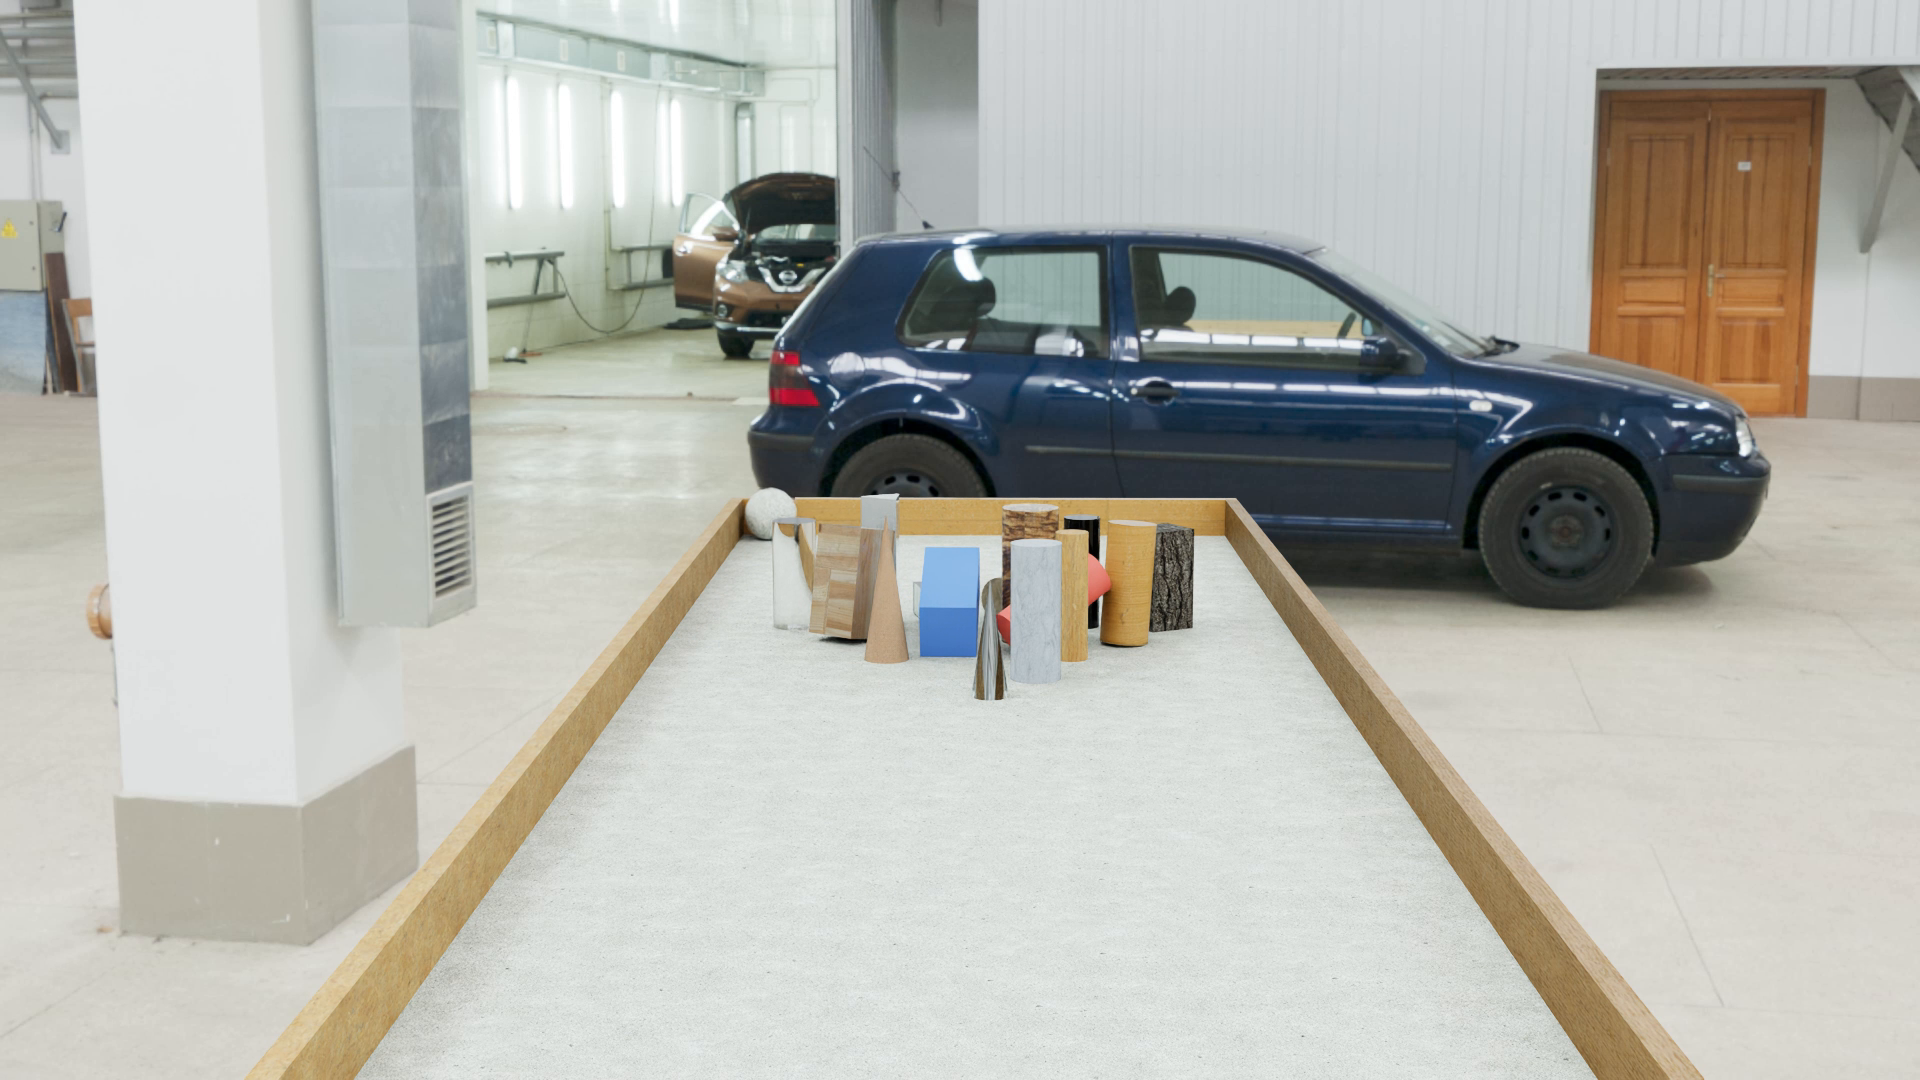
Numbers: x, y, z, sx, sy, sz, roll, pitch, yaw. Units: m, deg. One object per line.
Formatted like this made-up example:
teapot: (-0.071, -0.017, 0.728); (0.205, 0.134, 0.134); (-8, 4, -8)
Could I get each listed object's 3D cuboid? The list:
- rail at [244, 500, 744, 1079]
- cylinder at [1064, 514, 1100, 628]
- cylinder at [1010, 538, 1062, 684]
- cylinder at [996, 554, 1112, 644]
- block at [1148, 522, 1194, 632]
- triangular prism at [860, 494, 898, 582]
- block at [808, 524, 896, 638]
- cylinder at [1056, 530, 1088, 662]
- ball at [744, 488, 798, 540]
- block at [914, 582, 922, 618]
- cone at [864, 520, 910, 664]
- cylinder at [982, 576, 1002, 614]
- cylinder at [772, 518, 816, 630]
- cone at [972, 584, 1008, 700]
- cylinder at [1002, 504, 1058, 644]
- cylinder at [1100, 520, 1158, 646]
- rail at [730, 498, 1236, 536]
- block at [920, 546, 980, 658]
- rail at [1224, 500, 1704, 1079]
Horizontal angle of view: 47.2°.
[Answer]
rail: (-1.004, 0.839, 3.234); (0.050, 0.150, 12.000); (0, 9, 1)
cylinder: (0.398, 0.104, 7.203); (0.119, 0.361, 0.119); (0, 9, 0)
cylinder: (0.221, 0.207, 6.415); (0.149, 0.403, 0.149); (0, 9, 0)
cylinder: (0.289, 0.194, 6.818); (0.350, 0.150, 0.150); (-36, 23, -20)
block: (0.654, 0.122, 7.195); (0.157, 0.327, 0.157); (-5, 10, -29)
triangular prism: (-0.235, 0.068, 7.213); (0.136, 0.429, 0.117); (6, 11, 32)
block: (-0.343, 0.132, 6.996); (0.172, 0.347, 0.172); (7, 2, 36)
cylinder: (0.340, 0.169, 6.691); (0.101, 0.391, 0.101); (0, 9, 0)
ball: (-0.773, -0.107, 9.000); (0.214, 0.214, 0.214); (0, 9, 0)
block: (-0.063, 0.222, 7.261); (0.108, 0.108, 0.393); (-2, 9, -12)
cone: (-0.224, 0.142, 6.681); (0.137, 0.448, 0.137); (0, 9, 0)
cylinder: (0.238, 0.175, 7.429); (0.149, 0.149, 0.367); (6, 11, 35)
cylinder: (-0.542, 0.110, 7.200); (0.143, 0.350, 0.143); (0, 9, 0)
cone: (0.085, 0.275, 6.195); (0.107, 0.338, 0.107); (0, 9, 0)
cylinder: (0.222, 0.108, 6.959); (0.180, 0.428, 0.180); (0, 9, 0)
cylinder: (0.530, 0.134, 6.927); (0.154, 0.377, 0.154); (4, 7, 0)
rail: (0.099, -0.098, 9.147); (2.100, 0.150, 0.050); (0, 9, 1)
block: (-0.030, 0.191, 6.882); (0.173, 0.173, 0.397); (0, 27, 2)
rail: (1.046, 0.843, 3.208); (0.050, 0.150, 12.000); (0, 9, 1)
